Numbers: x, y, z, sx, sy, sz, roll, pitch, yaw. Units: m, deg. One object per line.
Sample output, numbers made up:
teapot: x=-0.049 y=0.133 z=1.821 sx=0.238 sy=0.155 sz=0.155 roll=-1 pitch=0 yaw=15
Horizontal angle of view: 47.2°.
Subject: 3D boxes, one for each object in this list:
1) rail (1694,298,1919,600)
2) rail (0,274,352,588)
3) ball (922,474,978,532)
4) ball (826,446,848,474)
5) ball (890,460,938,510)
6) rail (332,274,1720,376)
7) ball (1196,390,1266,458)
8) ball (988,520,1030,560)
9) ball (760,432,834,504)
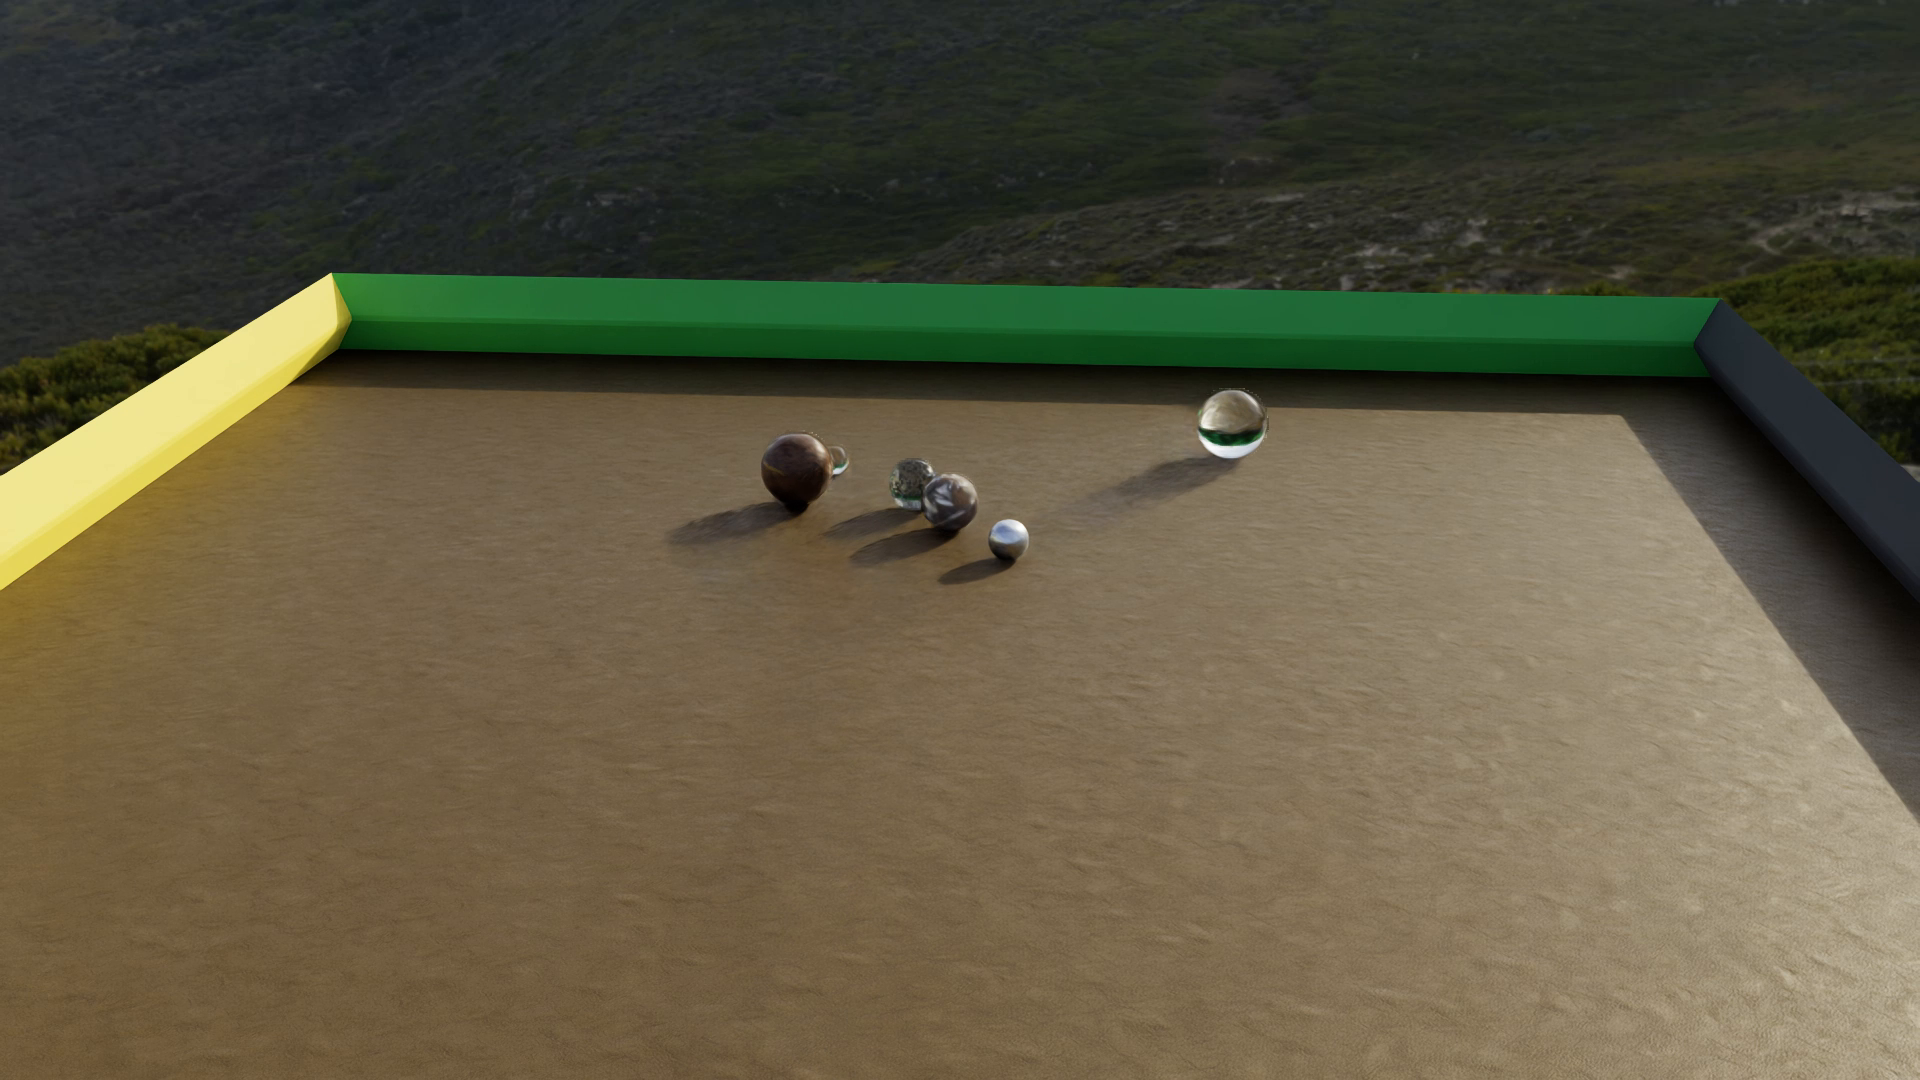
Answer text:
rail: x=1.001 y=0.315 z=1.630 sx=0.045 sy=0.125 sz=3.824 roll=2 pitch=19 yaw=4
rail: x=-1.156 y=0.257 z=1.796 sx=0.045 sy=0.125 sz=3.824 roll=2 pitch=19 yaw=4
ball: x=-0.013 y=-0.047 z=2.744 sx=0.072 sy=0.072 sz=0.072 roll=0 pitch=19 yaw=0
ball: x=-0.170 y=-0.108 z=2.966 sx=0.040 sy=0.040 sz=0.040 roll=0 pitch=19 yaw=0
ball: x=-0.059 y=-0.071 z=2.822 sx=0.065 sy=0.065 sz=0.065 roll=0 pitch=19 yaw=0
rail: x=0.076 y=-0.337 z=3.489 sx=2.211 sy=0.125 sz=0.045 roll=2 pitch=19 yaw=4
ball: x=0.374 y=-0.160 z=3.029 sx=0.096 sy=0.096 sz=0.096 roll=0 pitch=19 yaw=0
ball: x=0.059 y=0.000 z=2.644 sx=0.050 sy=0.050 sz=0.050 roll=0 pitch=19 yaw=0
ball: x=-0.211 y=-0.092 z=2.840 sx=0.094 sy=0.094 sz=0.094 roll=0 pitch=19 yaw=0
